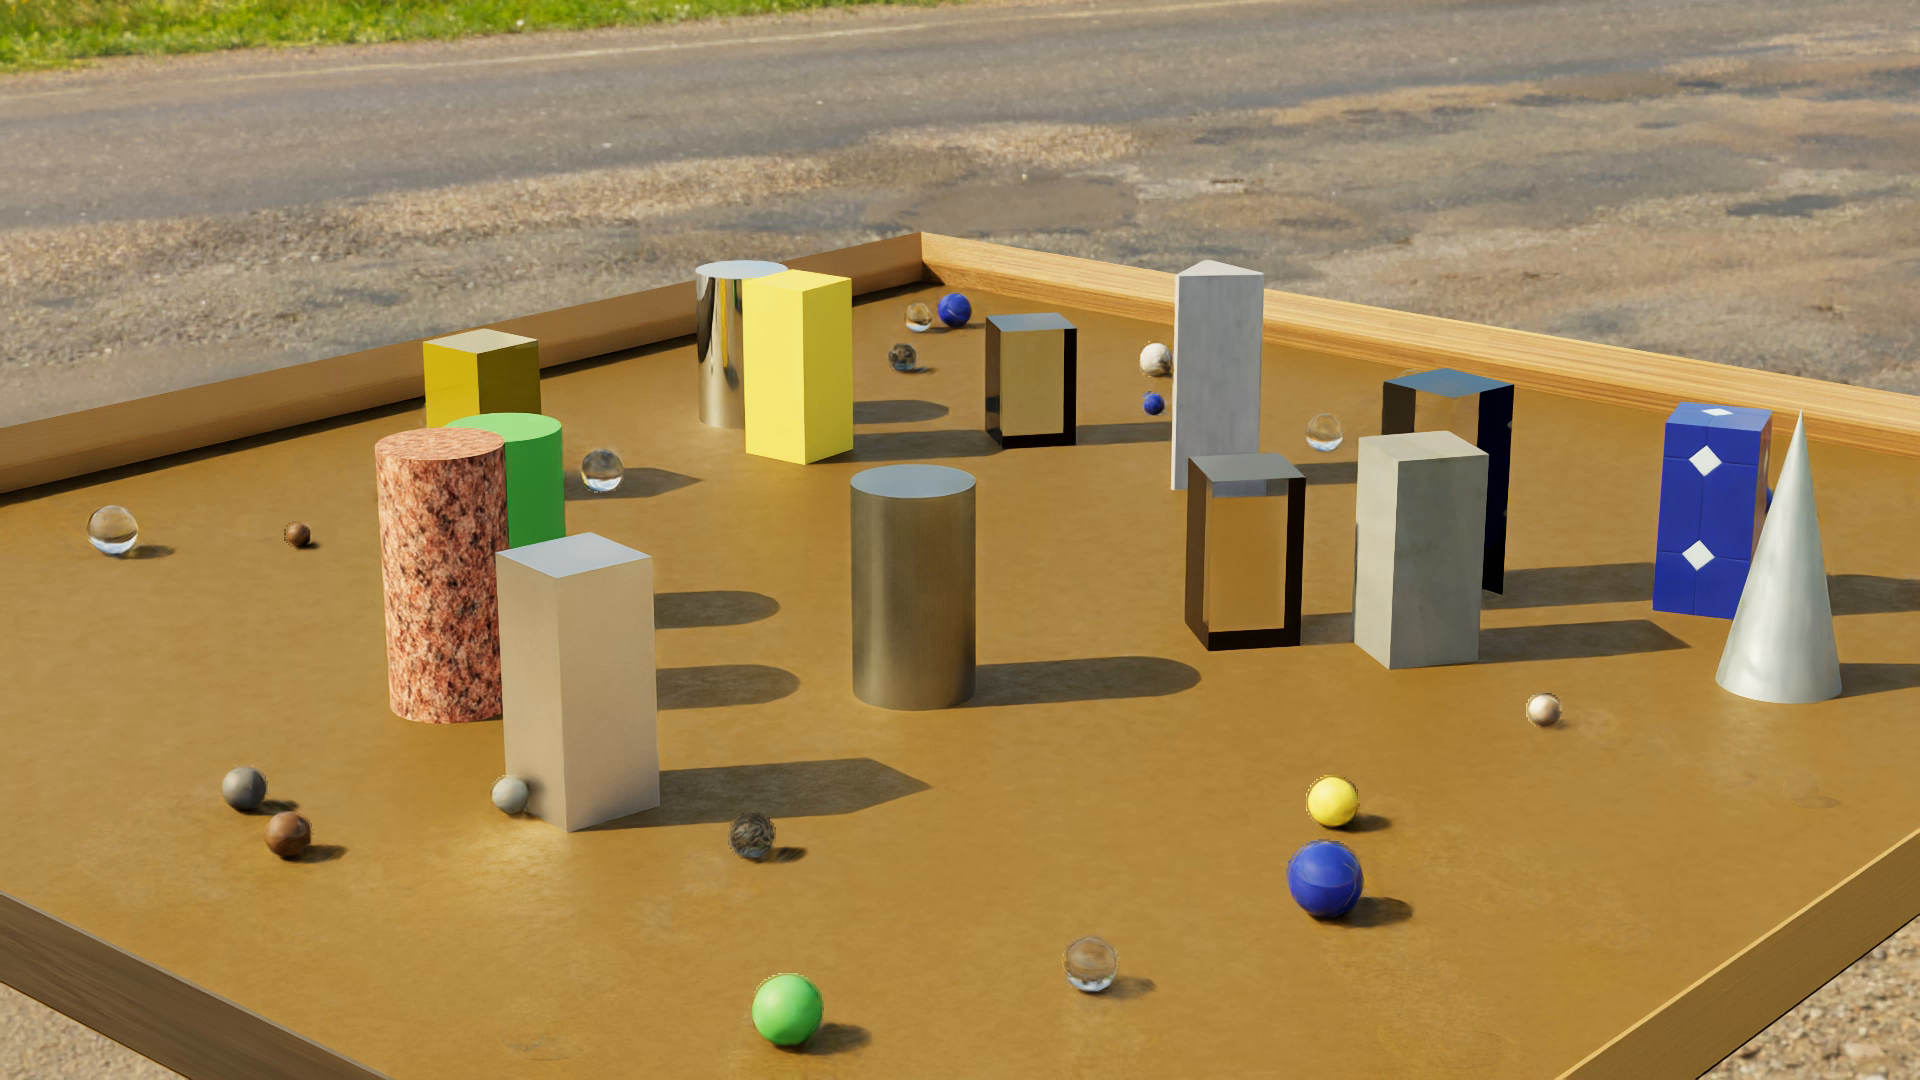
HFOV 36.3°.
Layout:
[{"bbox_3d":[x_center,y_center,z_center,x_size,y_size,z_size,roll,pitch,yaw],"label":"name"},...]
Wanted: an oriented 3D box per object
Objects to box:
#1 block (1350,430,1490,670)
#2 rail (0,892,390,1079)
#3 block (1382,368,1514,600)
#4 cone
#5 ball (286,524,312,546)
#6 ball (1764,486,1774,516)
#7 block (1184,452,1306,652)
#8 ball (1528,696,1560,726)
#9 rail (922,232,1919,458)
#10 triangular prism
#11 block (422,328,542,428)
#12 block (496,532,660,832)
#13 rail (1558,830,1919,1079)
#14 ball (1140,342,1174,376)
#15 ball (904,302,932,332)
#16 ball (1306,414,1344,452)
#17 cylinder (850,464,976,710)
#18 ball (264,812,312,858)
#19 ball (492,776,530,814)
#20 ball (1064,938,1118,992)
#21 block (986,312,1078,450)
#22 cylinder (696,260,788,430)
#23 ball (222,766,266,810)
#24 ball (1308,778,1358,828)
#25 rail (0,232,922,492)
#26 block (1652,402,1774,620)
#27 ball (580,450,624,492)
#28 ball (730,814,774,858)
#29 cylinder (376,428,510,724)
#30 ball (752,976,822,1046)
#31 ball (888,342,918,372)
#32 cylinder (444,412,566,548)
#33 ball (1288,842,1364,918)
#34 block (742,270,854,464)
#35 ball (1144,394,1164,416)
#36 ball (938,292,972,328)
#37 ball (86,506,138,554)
[{"bbox_3d":[0.750,0.015,4.795,0.157,0.350,0.157,-5,17,-15],"label":"block"},{"bbox_3d":[-1.275,0.456,3.714,3.689,0.128,0.045,14,22,39],"label":"rail"},{"bbox_3d":[0.839,-0.089,5.088,0.157,0.379,0.157,-13,21,-37],"label":"block"},{"bbox_3d":[1.310,0.011,4.627,0.196,0.454,0.196,0,17,0],"label":"cone"},{"bbox_3d":[-1.219,-0.009,5.405,0.044,0.044,0.044,0,17,0],"label":"ball"},{"bbox_3d":[1.516,-0.076,5.583,0.070,0.070,0.070,0,17,0],"label":"ball"},{"bbox_3d":[0.473,0.018,4.886,0.157,0.291,0.157,-3,17,-10],"label":"block"},{"bbox_3d":[0.897,0.262,4.497,0.048,0.048,0.048,0,17,0],"label":"ball"},{"bbox_3d":[1.275,-0.392,6.526,3.689,0.128,0.045,14,22,39],"label":"rail"},{"bbox_3d":[0.496,-0.328,5.795,0.170,0.429,0.147,-2,17,-5],"label":"triangular prism"},{"bbox_3d":[-0.931,-0.243,5.736,0.157,0.300,0.157,14,21,38],"label":"block"},{"bbox_3d":[-0.539,0.199,4.146,0.157,0.373,0.157,-14,21,-38],"label":"block"},{"bbox_3d":[1.375,0.376,3.977,0.045,0.128,3.937,14,22,39],"label":"rail"},{"bbox_3d":[0.448,-0.410,6.678,0.077,0.077,0.077,0,17,0],"label":"ball"},{"bbox_3d":[-0.102,-0.541,7.123,0.070,0.070,0.070,0,17,0],"label":"ball"},{"bbox_3d":[0.751,-0.221,6.049,0.078,0.078,0.078,0,17,0],"label":"ball"},{"bbox_3d":[-0.073,0.073,4.611,0.196,0.345,0.196,0,17,0],"label":"cylinder"},{"bbox_3d":[-0.918,0.402,4.007,0.063,0.063,0.063,0,17,0],"label":"ball"},{"bbox_3d":[-0.635,0.361,4.144,0.052,0.052,0.052,0,17,0],"label":"ball"},{"bbox_3d":[0.161,0.522,3.603,0.067,0.067,0.067,0,17,0],"label":"ball"},{"bbox_3d":[0.147,-0.334,6.127,0.157,0.249,0.157,-4,17,-12],"label":"block"},{"bbox_3d":[-0.464,-0.419,6.276,0.196,0.326,0.196,0,17,0],"label":"cylinder"},{"bbox_3d":[-1.019,0.354,4.170,0.062,0.062,0.062,0,17,0],"label":"ball"},{"bbox_3d":[0.523,0.368,4.111,0.069,0.069,0.069,0,17,0],"label":"ball"},{"bbox_3d":[-1.375,-0.313,6.263,0.045,0.128,3.937,14,22,39],"label":"rail"},{"bbox_3d":[1.295,-0.051,5.042,0.157,0.334,0.157,7,18,21],"label":"block"},{"bbox_3d":[-0.703,-0.136,5.758,0.082,0.082,0.082,0,17,0],"label":"ball"},{"bbox_3d":[-0.284,0.405,4.004,0.060,0.060,0.060,0,17,0],"label":"ball"},{"bbox_3d":[-0.796,0.053,4.546,0.196,0.420,0.196,0,17,0],"label":"cylinder"},{"bbox_3d":[-0.204,0.556,3.463,0.083,0.083,0.083,0,17,0],"label":"ball"},{"bbox_3d":[-0.131,-0.419,6.725,0.067,0.067,0.067,0,17,0],"label":"ball"},{"bbox_3d":[-0.765,-0.026,4.951,0.196,0.339,0.196,0,17,0],"label":"cylinder"},{"bbox_3d":[0.476,0.442,3.814,0.098,0.098,0.098,0,17,0],"label":"ball"},{"bbox_3d":[-0.331,-0.356,6.011,0.157,0.359,0.157,12,21,35],"label":"block"},{"bbox_3d":[0.420,-0.293,6.343,0.047,0.047,0.047,0,17,0],"label":"ball"},{"bbox_3d":[-0.012,-0.562,7.169,0.085,0.085,0.085,0,17,0],"label":"ball"},{"bbox_3d":[-1.548,-0.018,5.354,0.090,0.090,0.090,0,17,0],"label":"ball"}]
